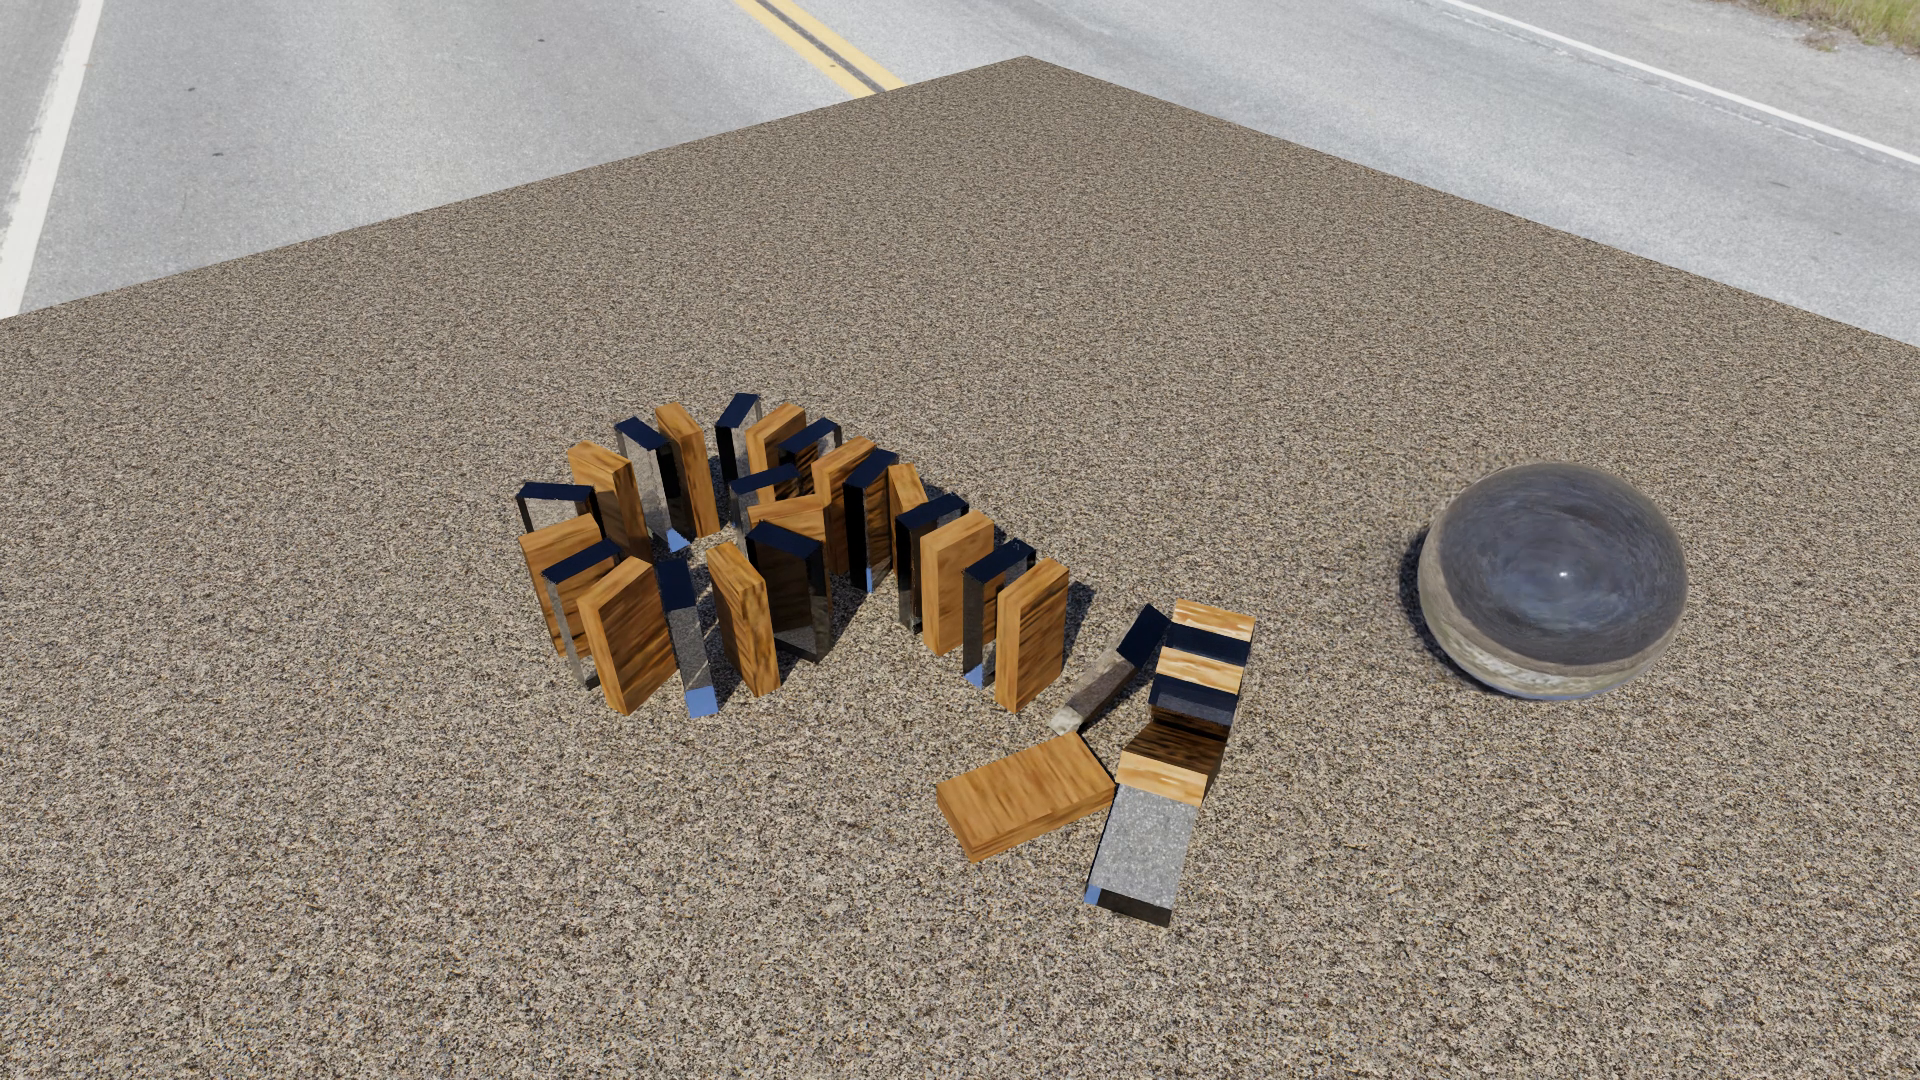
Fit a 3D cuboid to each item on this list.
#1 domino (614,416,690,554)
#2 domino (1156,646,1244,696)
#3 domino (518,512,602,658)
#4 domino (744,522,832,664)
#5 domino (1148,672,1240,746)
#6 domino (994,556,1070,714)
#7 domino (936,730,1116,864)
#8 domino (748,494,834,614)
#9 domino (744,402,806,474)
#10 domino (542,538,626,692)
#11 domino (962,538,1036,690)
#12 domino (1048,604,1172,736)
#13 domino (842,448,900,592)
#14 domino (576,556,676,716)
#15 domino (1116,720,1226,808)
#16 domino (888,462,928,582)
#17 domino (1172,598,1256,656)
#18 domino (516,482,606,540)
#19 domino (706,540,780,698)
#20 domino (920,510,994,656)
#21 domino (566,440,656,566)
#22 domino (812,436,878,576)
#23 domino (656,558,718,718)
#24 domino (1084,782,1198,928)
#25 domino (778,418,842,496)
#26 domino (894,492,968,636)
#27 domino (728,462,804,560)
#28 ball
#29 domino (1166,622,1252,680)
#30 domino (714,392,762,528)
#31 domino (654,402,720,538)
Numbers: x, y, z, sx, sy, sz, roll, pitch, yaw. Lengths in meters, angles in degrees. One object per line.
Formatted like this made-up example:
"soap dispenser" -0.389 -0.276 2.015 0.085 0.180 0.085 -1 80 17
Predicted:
"domino" -0.122 -0.022 0.438 0.010 0.050 0.025 -32 49 -33
"domino" 0.078 0.047 0.357 0.025 0.050 0.009 14 77 17
"domino" -0.137 0.017 0.391 0.025 0.050 0.010 -22 44 -25
"domino" -0.060 0.019 0.388 0.025 0.050 0.010 19 43 22
"domino" 0.074 0.054 0.348 0.025 0.050 0.009 14 77 17
"domino" 0.024 0.033 0.372 0.009 0.050 0.025 30 48 31
"domino" 0.021 0.080 0.346 0.050 0.010 0.025 -17 42 -20
"domino" -0.061 0.008 0.402 0.025 0.050 0.009 -12 41 -14
"domino" -0.072 -0.027 0.445 0.010 0.050 0.025 22 44 24
"domino" -0.125 0.026 0.380 0.025 0.050 0.010 -32 49 -33
"domino" 0.013 0.026 0.380 0.025 0.050 0.009 -32 49 -33
"domino" 0.048 0.044 0.358 0.010 0.050 0.025 38 48 6
"domino" -0.033 -0.007 0.420 0.009 0.050 0.025 17 42 20
"domino" -0.112 0.033 0.371 0.010 0.050 0.025 20 43 23
"domino" 0.066 0.068 0.338 0.025 0.009 0.050 14 6 19
"domino" -0.019 -0.001 0.413 0.009 0.050 0.025 -10 40 -12
"domino" 0.086 0.033 0.374 0.025 0.050 0.010 14 77 17
"domino" -0.145 0.002 0.409 0.025 0.050 0.009 3 39 4
"domino" -0.074 0.028 0.378 0.009 0.050 0.025 -24 45 -26
"domino" -0.001 0.016 0.392 0.025 0.050 0.010 -28 47 -29
"domino" -0.135 -0.012 0.426 0.025 0.050 0.010 24 45 26
"domino" -0.043 -0.013 0.427 0.010 0.050 0.025 29 47 31
"domino" -0.092 0.033 0.371 0.010 0.050 0.025 -12 41 -14
"domino" 0.057 0.090 0.333 0.025 0.009 0.050 13 41 16
"domino" -0.058 -0.021 0.437 0.009 0.050 0.025 27 46 29
"domino" -0.010 0.009 0.400 0.025 0.050 0.010 -25 46 -27
"domino" -0.071 -0.003 0.415 0.025 0.050 0.010 -20 43 -23
"ball" 0.197 0.014 0.371 0.080 0.080 0.080 0 39 0
"domino" 0.082 0.040 0.365 0.025 0.050 0.010 14 77 16
"domino" -0.088 -0.032 0.451 0.009 0.050 0.025 8 40 9
"domino" -0.110 -0.028 0.446 0.009 0.050 0.025 -23 45 -26
